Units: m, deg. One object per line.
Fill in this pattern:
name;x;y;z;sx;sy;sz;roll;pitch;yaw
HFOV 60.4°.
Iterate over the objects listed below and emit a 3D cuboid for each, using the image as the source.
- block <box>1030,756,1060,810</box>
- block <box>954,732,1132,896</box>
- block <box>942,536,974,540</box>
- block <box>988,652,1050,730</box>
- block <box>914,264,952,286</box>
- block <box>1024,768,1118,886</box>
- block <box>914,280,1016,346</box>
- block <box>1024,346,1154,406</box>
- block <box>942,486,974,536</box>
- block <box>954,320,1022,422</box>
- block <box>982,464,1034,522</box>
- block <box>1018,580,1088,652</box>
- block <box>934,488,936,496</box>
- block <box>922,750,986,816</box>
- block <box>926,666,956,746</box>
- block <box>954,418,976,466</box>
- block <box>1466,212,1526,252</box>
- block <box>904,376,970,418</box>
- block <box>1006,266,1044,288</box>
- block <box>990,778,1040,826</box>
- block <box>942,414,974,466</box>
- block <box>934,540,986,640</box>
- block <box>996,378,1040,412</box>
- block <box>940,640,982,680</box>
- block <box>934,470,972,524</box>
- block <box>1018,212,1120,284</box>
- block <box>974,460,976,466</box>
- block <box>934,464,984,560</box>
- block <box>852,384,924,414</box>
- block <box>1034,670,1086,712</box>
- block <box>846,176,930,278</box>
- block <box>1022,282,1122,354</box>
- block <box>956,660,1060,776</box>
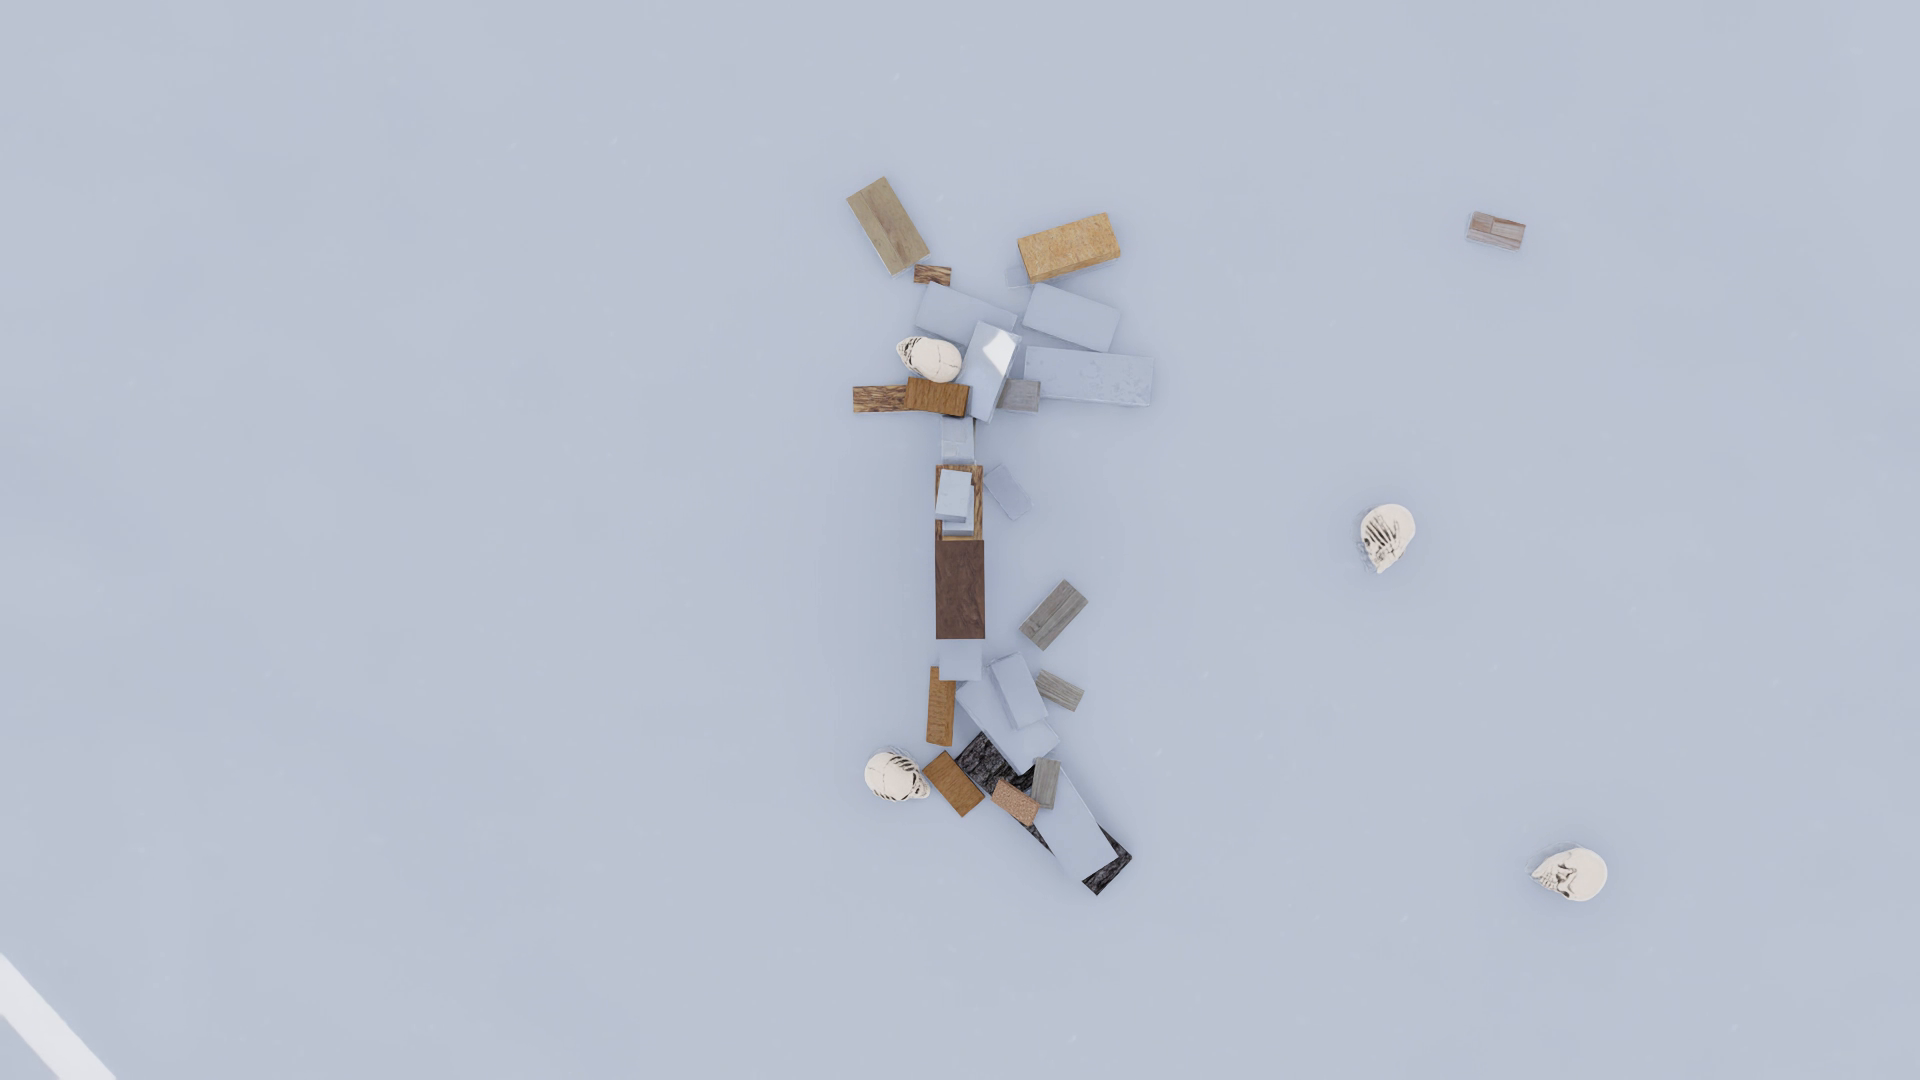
block;0.277;0.795;5.391;0.080;0.023;0.160;9;90;0
block;0.276;0.892;5.476;0.648;0.049;0.172;43;90;0
block;-0.006;-0.009;5.064;0.095;0.191;0.027;1;107;0
block;0.194;0.497;5.431;0.113;0.032;0.225;-22;82;-17
block;-0.092;-0.881;5.491;0.121;0.017;0.061;5;90;0
block;0.353;0.941;5.427;0.172;0.049;0.345;-33;90;0
block;0.019;-0.730;5.469;0.309;0.044;0.154;22;97;0
block;0.424;-0.544;5.461;0.419;0.044;0.154;5;90;0
block;-0.005;-0.091;5.083;0.095;0.027;0.191;1;47;0
block;0.080;-0.556;5.428;0.149;0.042;0.298;24;103;15
block;0.159;-0.159;5.488;0.087;0.025;0.175;-37;90;0
block;0.311;0.249;5.484;0.113;0.032;0.225;42;90;0
block;-0.004;-0.171;5.350;0.149;0.298;0.042;3;95;0
block;-0.021;0.811;5.486;0.102;0.029;0.204;-41;90;0
block;-0.062;0.549;5.444;0.032;0.113;0.251;3;90;-32
block;-0.001;-0.322;5.424;0.101;0.029;0.202;3;50;0
block;1.784;-1.027;5.488;0.175;0.025;0.087;15;90;0
block;-0.078;-0.472;5.438;0.204;0.029;0.102;10;91;13
block;0.217;-0.877;5.491;0.122;0.017;0.061;-8;90;0
block;0.181;0.858;5.394;0.160;0.023;0.080;32;111;26
block;-0.008;-0.324;5.313;0.102;0.317;0.029;1;119;-1
block;0.000;0.146;4.849;0.145;0.041;0.290;-1;90;0
block;0.163;-0.482;5.443;0.202;0.029;0.101;8;97;22
block;0.001;0.309;5.216;0.133;0.038;0.266;0;90;0
block;-0.020;-0.137;5.083;0.095;0.027;0.191;8;47;0
block;0.359;-0.965;5.449;0.309;0.044;0.154;-17;66;0
block;0.003;-0.228;5.399;0.101;0.202;0.029;3;105;0
block;-0.004;-0.086;5.180;0.149;0.042;0.298;1;91;0
block;-0.200;-0.471;5.488;0.309;0.025;0.087;-2;90;0
block;0.326;0.501;5.489;0.160;0.023;0.080;27;90;0
block;-0.237;-1.040;5.479;0.149;0.042;0.298;-31;90;0
block;0.371;-0.738;5.470;0.298;0.042;0.149;19;96;-1
block;0.154;0.587;5.443;0.172;0.049;0.345;-38;87;-18
